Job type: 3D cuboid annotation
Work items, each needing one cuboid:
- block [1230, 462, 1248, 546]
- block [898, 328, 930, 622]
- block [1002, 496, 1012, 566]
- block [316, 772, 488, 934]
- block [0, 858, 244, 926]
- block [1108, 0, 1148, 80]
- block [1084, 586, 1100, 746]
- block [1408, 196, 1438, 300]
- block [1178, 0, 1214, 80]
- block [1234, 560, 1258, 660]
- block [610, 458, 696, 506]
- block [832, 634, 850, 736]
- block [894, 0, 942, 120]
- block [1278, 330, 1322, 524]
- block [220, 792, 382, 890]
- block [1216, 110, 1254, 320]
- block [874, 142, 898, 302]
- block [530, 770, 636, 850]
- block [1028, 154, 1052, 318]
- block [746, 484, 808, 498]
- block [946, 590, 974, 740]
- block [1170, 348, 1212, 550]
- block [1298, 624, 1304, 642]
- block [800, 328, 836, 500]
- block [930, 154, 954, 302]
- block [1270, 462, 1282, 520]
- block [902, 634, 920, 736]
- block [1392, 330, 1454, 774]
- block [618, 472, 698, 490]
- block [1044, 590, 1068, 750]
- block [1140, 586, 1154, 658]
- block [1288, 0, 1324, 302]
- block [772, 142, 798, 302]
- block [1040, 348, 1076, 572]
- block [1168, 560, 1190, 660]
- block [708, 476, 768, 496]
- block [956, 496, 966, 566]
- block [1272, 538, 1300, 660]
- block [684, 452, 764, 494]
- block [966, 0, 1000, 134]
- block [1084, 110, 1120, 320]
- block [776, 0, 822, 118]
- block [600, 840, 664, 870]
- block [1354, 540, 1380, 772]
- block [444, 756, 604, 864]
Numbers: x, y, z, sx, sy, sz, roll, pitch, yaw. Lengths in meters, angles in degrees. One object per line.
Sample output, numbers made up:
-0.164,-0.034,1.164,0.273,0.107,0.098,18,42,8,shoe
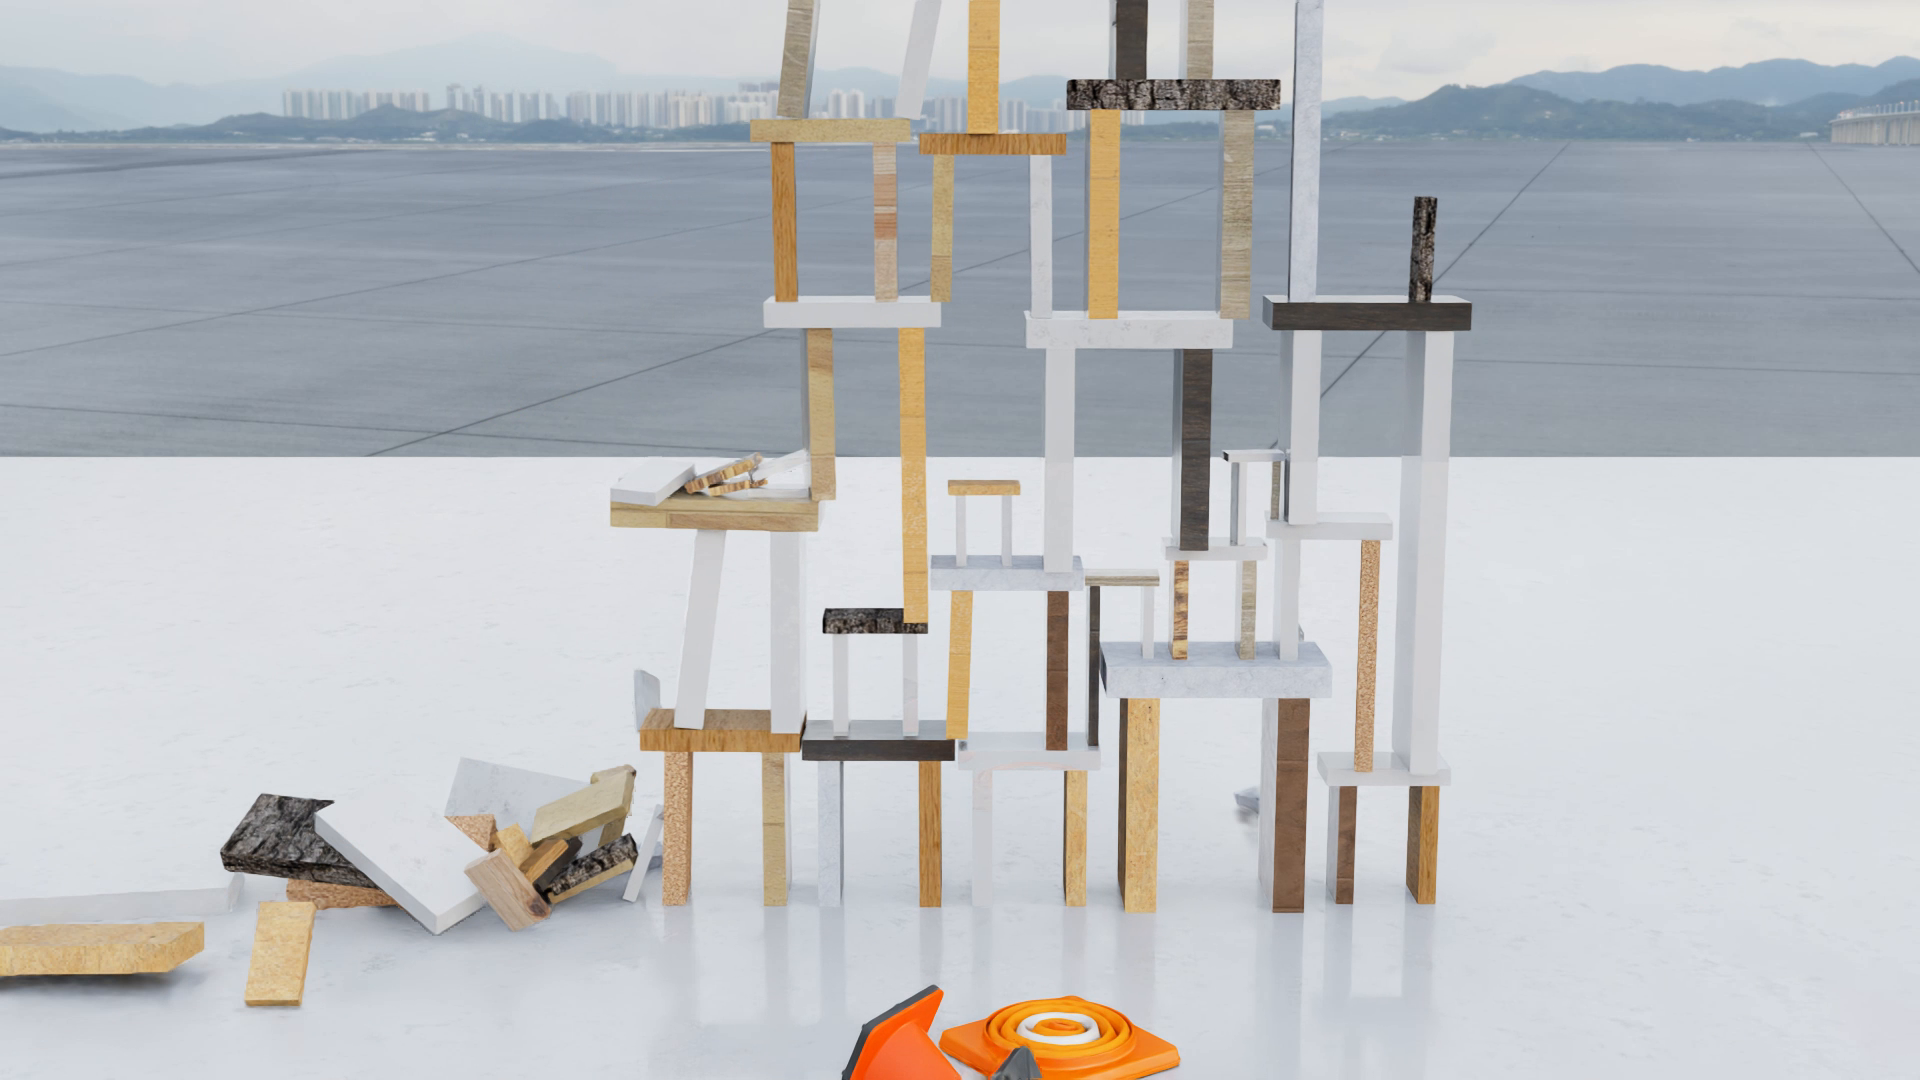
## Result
0.448,-0.062,3.537,0.013,0.134,0.046,-2,11,-9,block
-0.073,-0.112,3.539,0.039,0.472,0.138,-1,11,0,block
0.075,-0.020,3.552,0.016,0.115,0.058,0,11,0,block
-0.883,0.502,3.542,0.297,0.042,0.148,33,40,25,block
-1.687,0.586,3.566,0.989,0.045,0.159,-2,11,-10,block
0.260,-0.880,3.396,0.047,0.334,0.167,0,11,0,block
0.217,0.200,3.594,0.017,0.267,0.060,0,11,-2,block
0.730,-0.461,3.469,0.023,0.159,0.080,2,11,2,block
0.366,-0.852,3.396,0.039,0.278,0.139,0,11,0,block
0.464,0.106,3.578,0.023,0.164,0.082,0,11,0,block
-0.489,-0.093,3.513,0.077,0.022,0.155,7,21,16,block
-0.194,0.227,3.603,0.024,0.170,0.085,0,11,0,block
-0.058,-0.793,3.414,0.039,0.276,0.138,10,10,-5,block
0.542,-0.189,3.526,0.043,0.307,0.153,0,11,1,block
-1.046,0.496,3.627,0.297,0.042,0.149,5,34,11,block
0.432,-0.515,3.467,0.045,0.320,0.160,1,11,4,block
-0.116,-0.503,3.467,0.035,0.246,0.123,-1,11,-1,block
-0.633,0.455,3.690,0.191,0.023,0.081,-24,36,20,block
0.126,-0.480,3.464,0.032,0.251,0.113,-1,11,0,block
-0.295,-0.080,3.541,0.094,0.013,0.047,0,11,-9,block
-0.001,0.191,3.596,0.035,0.245,0.122,2,11,-1,block
0.371,-0.155,3.528,0.045,0.320,0.160,0,11,0,block
0.576,0.203,3.879,0.023,0.159,0.080,-7,38,-10,block
-0.229,-0.211,3.535,0.039,0.275,0.138,-3,11,-9,block
-0.028,-0.492,3.461,0.032,0.226,0.113,1,11,-1,block
0.508,-0.083,3.539,0.013,0.093,0.046,2,11,6,block
-0.081,0.227,3.603,0.024,0.170,0.085,0,11,0,block
0.747,0.011,3.560,0.043,0.715,0.153,0,11,0,block
-0.493,-0.096,3.593,0.119,0.017,0.059,2,10,3,block
0.157,0.200,3.598,0.035,0.264,0.122,0,11,0,block
0.304,0.128,3.578,0.017,0.120,0.060,0,11,0,block
0.541,-0.686,3.430,0.039,0.617,0.139,1,11,7,block
-0.277,-0.504,3.472,0.035,0.246,0.123,-1,11,-4,block
0.156,-0.138,3.532,0.045,0.355,0.160,0,11,0,block
0.355,0.105,3.578,0.023,0.164,0.082,0,11,0,block
-0.356,-0.090,3.531,0.094,0.013,0.047,-12,12,-5,block
0.002,-0.020,3.550,0.016,0.115,0.058,-1,11,0,block
0.531,0.087,3.579,0.028,0.200,0.100,0,11,1,block
-0.379,-0.108,3.535,0.119,0.017,0.059,-20,10,13,block
0.036,-0.841,3.405,0.047,0.416,0.167,0,11,-1,block
0.223,-0.515,3.464,0.045,0.320,0.160,0,11,0,block
-0.244,-0.794,3.408,0.039,0.276,0.138,7,11,-1,block
-0.589,0.552,3.814,0.155,0.022,0.077,-4,11,-18,block
0.661,0.180,3.571,0.028,0.380,0.100,2,11,9,block
-0.757,0.481,3.812,0.318,0.159,0.045,6,-15,31,block
